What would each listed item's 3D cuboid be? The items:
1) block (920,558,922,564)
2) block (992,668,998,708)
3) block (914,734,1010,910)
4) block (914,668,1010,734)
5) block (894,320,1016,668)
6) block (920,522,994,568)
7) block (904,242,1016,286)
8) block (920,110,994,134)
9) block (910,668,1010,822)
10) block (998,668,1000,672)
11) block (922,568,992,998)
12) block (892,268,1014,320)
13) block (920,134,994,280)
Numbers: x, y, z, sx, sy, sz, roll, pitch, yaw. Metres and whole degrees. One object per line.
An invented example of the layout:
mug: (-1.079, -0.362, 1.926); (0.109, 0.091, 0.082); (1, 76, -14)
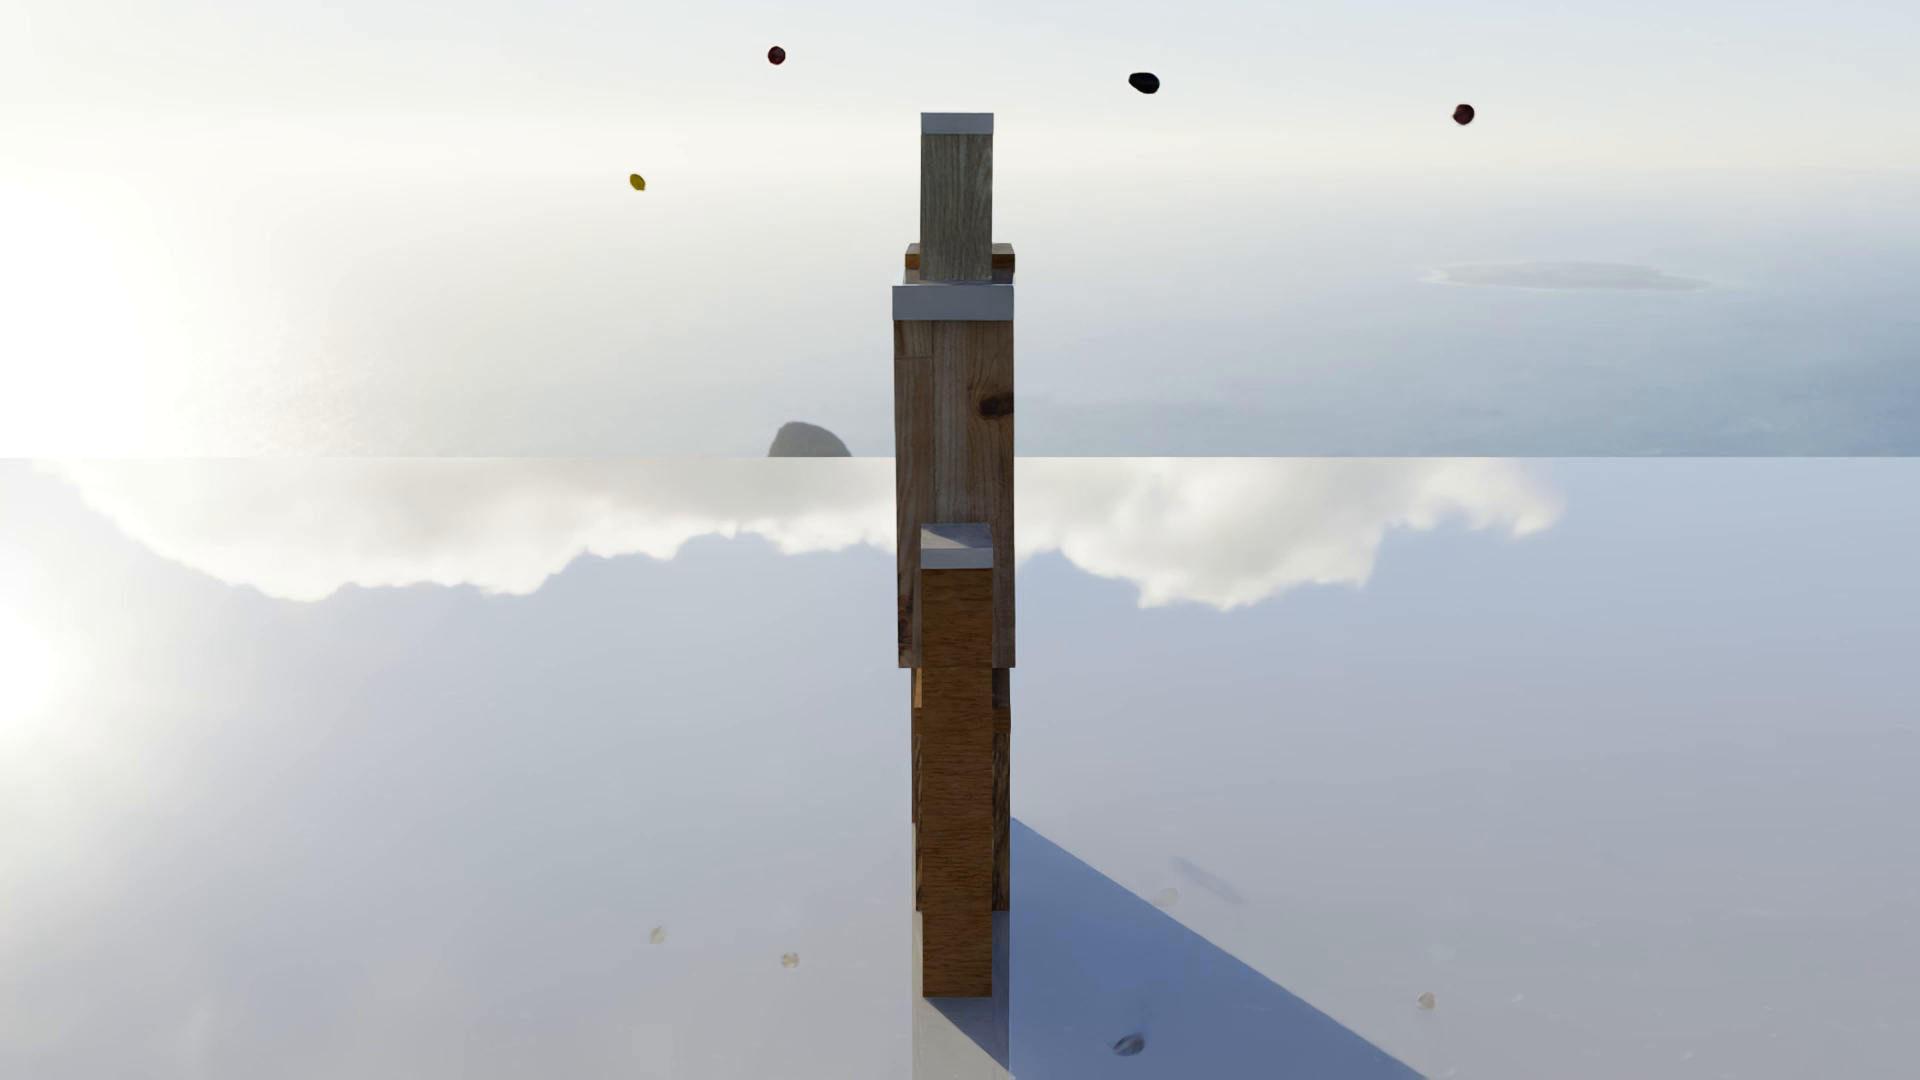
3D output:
block: (-0.006, 0.109, 3.280); (0.102, 0.203, 0.029); (-1, 10, 0)
block: (0.001, 0.149, 3.481); (0.117, 0.234, 0.033); (0, 11, 0)
block: (0.004, 0.450, 3.582); (0.153, 0.307, 0.043); (0, 11, 0)
block: (0.004, 0.259, 3.651); (0.153, 0.043, 0.307); (0, 11, 0)
block: (-0.007, -0.071, 3.348); (0.180, 0.535, 0.051); (0, 10, 0)
block: (-0.006, 0.007, 3.191); (0.102, 0.029, 0.203); (-1, 11, -1)
block: (0.001, -0.474, 3.763); (0.180, 0.051, 0.360); (0, 11, 0)
block: (-0.004, -0.644, 3.382); (0.109, 0.031, 0.219); (0, 12, 0)
block: (0.001, 0.023, 3.977); (0.180, 1.003, 0.051); (0, 11, 0)
block: (0.003, 0.094, 3.717); (0.128, 0.257, 0.036); (0, 11, 0)
block: (-0.004, 0.352, 3.185); (0.102, 0.645, 0.029); (0, 11, 0)
block: (-0.008, -0.383, 3.413); (0.180, 0.051, 0.359); (0, 11, 1)
block: (-0.005, -0.506, 3.333); (0.109, 0.219, 0.031); (1, 11, 0)
